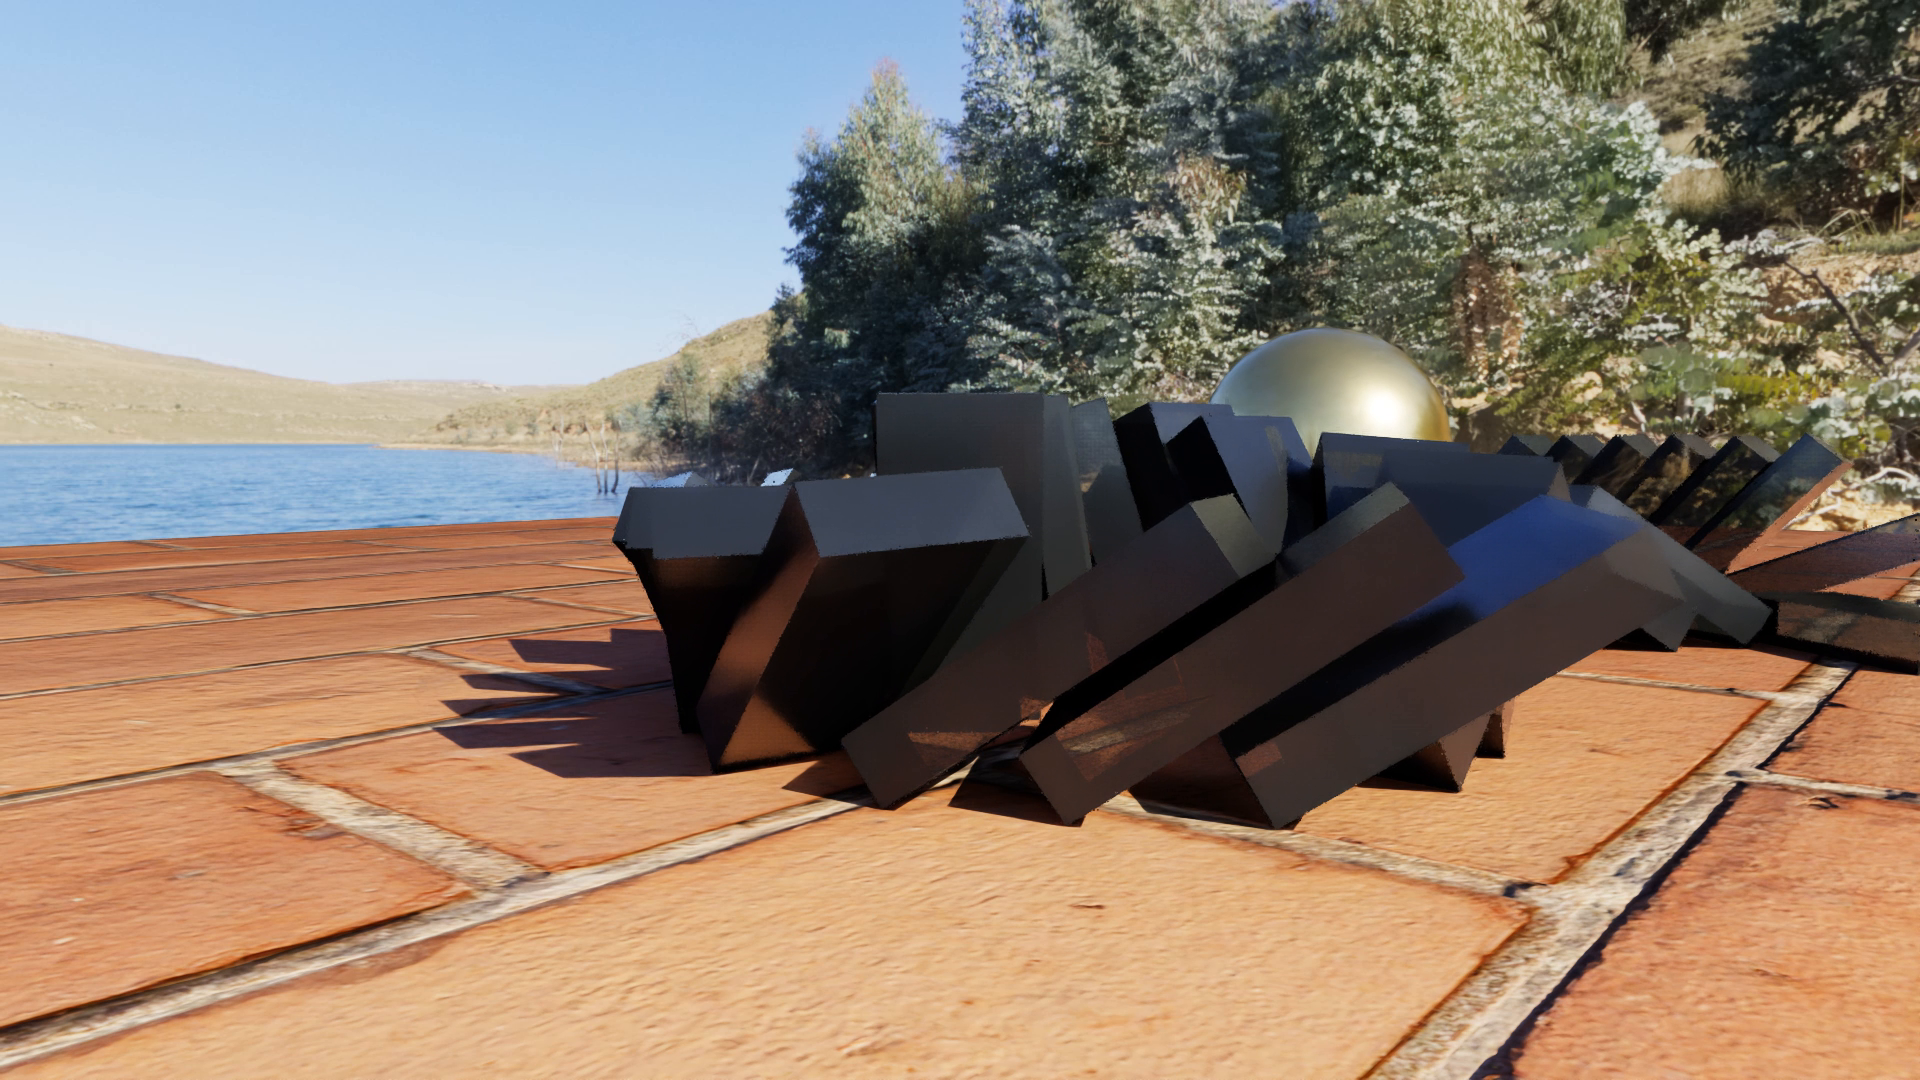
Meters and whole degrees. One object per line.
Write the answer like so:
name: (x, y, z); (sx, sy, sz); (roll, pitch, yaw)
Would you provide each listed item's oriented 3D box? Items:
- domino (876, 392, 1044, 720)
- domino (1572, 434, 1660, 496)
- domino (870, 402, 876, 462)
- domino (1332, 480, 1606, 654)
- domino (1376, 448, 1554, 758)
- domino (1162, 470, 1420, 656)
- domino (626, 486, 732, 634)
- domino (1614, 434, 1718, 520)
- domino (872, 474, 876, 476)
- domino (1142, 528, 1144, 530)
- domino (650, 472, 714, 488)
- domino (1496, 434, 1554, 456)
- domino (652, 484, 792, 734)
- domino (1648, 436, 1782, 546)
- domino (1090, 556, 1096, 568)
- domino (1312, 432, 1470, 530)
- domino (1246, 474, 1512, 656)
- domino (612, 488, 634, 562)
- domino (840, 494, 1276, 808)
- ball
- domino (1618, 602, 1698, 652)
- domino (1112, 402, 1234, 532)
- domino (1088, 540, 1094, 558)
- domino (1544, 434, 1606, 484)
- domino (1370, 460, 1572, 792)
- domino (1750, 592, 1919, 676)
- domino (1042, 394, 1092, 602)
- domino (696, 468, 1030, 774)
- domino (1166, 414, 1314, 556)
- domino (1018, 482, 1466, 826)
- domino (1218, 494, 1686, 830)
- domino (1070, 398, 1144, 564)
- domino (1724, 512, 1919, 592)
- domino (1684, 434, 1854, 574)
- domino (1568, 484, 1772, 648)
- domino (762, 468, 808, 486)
domino: (0.000, 0.002, 0.199); (0.025, 0.050, 0.009); (0, 8, 0)
domino: (0.160, -0.005, 0.334); (0.025, 0.050, 0.009); (-5, 45, -48)
domino: (0.000, 0.001, 0.215); (0.025, 0.050, 0.010); (1, 16, 16)
domino: (0.105, 0.005, 0.268); (0.050, 0.010, 0.025); (32, 0, -8)
domino: (0.072, 0.007, 0.192); (0.025, 0.010, 0.050); (6, 49, 30)
domino: (0.067, 0.004, 0.265); (0.050, 0.009, 0.025); (36, -1, -8)
domino: (-0.031, 0.010, 0.191); (0.025, 0.010, 0.050); (-1, -31, 0)
domino: (0.170, -0.004, 0.326); (0.025, 0.050, 0.009); (-5, 45, -48)
domino: (0.002, 0.005, 0.256); (0.050, 0.009, 0.025); (35, -3, -12)
domino: (0.050, 0.003, 0.264); (0.050, 0.010, 0.025); (36, -1, -8)
domino: (-0.035, 0.006, 0.239); (0.050, 0.009, 0.025); (34, -18, -23)
domino: (0.142, -0.006, 0.350); (0.025, 0.050, 0.009); (-5, 45, -48)
domino: (-0.026, 0.011, 0.172); (0.025, 0.010, 0.050); (-3, -31, -10)
domino: (0.179, -0.004, 0.318); (0.025, 0.050, 0.009); (-5, 46, -48)
domino: (0.019, 0.005, 0.261); (0.050, 0.009, 0.025); (35, -1, -9)
domino: (0.072, 0.004, 0.211); (0.025, 0.050, 0.010); (5, -39, 5)
domino: (0.086, 0.005, 0.266); (0.050, 0.009, 0.025); (34, 0, -8)
domino: (-0.033, 0.009, 0.212); (0.025, 0.010, 0.050); (1, -30, 17)
domino: (0.012, 0.013, 0.153); (0.050, 0.009, 0.025); (-36, -9, 20)
ball: (0.118, -0.029, 0.418); (0.080, 0.080, 0.080); (0, 4, 0)
domino: (0.125, 0.005, 0.269); (0.050, 0.009, 0.025); (31, -3, -13)
domino: (0.046, 0.000, 0.235); (0.025, 0.050, 0.010); (-4, -16, -43)
domino: (0.035, 0.004, 0.265); (0.050, 0.009, 0.025); (36, -1, -9)
domino: (0.151, -0.006, 0.342); (0.025, 0.050, 0.010); (-5, 45, -48)
domino: (0.063, 0.009, 0.176); (0.025, 0.010, 0.050); (4, 47, 43)
domino: (0.186, 0.018, 0.261); (0.025, 0.010, 0.050); (0, 4, -6)
domino: (0.012, 0.000, 0.230); (0.010, 0.050, 0.025); (-13, 10, -26)
domino: (-0.014, 0.011, 0.156); (0.025, 0.010, 0.050); (-6, -32, -29)
domino: (0.057, 0.002, 0.223); (0.025, 0.050, 0.010); (-3, -26, -39)
domino: (0.032, 0.012, 0.148); (0.050, 0.010, 0.025); (-36, -2, 16)
domino: (0.054, 0.013, 0.151); (0.050, 0.009, 0.025); (-31, 9, 5)
domino: (0.029, 0.000, 0.236); (0.009, 0.050, 0.025); (-16, 3, 7)
domino: (0.202, 0.005, 0.294); (0.050, 0.009, 0.025); (-26, -17, 35)
domino: (0.189, -0.003, 0.309); (0.025, 0.050, 0.009); (-1, 45, -50)
domino: (0.143, 0.005, 0.273); (0.050, 0.010, 0.025); (31, -3, -13)
domino: (-0.017, 0.005, 0.250); (0.050, 0.009, 0.025); (35, -10, -15)
